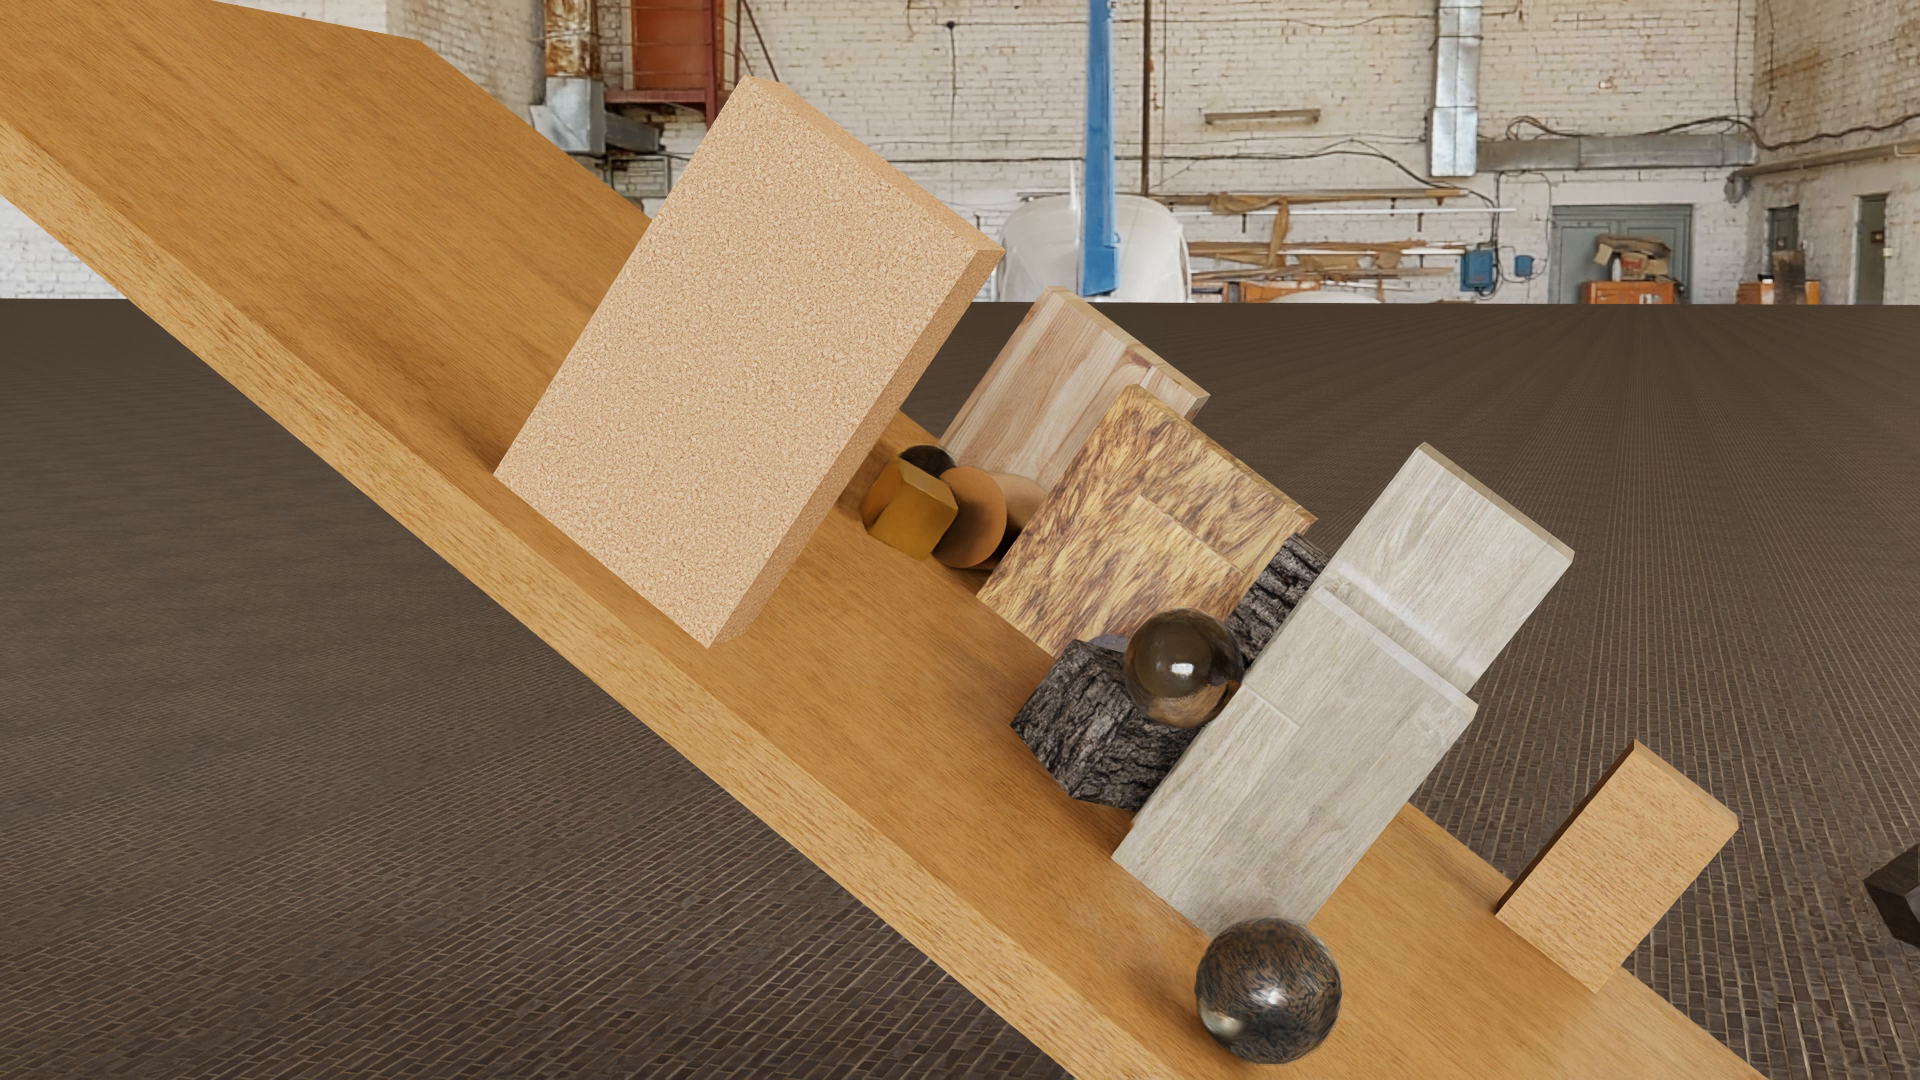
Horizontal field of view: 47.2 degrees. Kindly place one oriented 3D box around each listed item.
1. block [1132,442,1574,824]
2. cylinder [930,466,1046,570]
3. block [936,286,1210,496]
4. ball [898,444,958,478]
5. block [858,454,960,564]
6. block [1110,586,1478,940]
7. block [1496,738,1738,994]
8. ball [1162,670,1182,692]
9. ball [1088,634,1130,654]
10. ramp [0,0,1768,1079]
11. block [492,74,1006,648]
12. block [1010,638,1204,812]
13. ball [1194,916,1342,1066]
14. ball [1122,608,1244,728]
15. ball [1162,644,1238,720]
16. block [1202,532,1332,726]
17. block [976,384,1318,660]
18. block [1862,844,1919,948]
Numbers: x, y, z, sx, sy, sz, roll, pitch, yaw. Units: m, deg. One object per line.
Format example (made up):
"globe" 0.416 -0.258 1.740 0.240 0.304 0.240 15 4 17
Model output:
"block" 0.642 0.246 3.630 0.299 0.788 0.137 38 16 10
"cylinder" 0.053 -0.039 4.355 0.198 0.198 0.198 4 -1 30
"block" 0.195 -0.195 4.498 0.378 0.523 0.147 38 16 10
"ball" -0.072 -0.121 4.436 0.144 0.144 0.144 0 7 0
"block" -0.099 -0.059 4.225 0.128 0.128 0.128 29 17 -22
"block" 0.522 0.381 3.456 0.304 0.535 0.109 38 16 10
"block" 1.334 0.663 4.478 0.250 0.448 0.113 38 16 10
"ball" 0.370 0.308 4.085 0.138 0.138 0.138 0 7 0
"ball" 0.276 0.262 3.955 0.184 0.184 0.184 0 7 0
"ramp" -0.081 0.149 4.077 4.000 0.100 2.000 38 16 10
"block" -0.319 -0.259 3.255 0.428 0.716 0.145 38 16 10
"block" 0.248 0.315 3.726 0.190 0.190 0.190 18 23 -46
"ball" 0.439 0.641 3.131 0.207 0.207 0.207 0 7 0
"ball" 0.361 0.207 3.559 0.195 0.195 0.195 0 7 0
"ball" 0.415 0.246 3.809 0.133 0.133 0.133 0 7 0
"block" 0.568 0.286 3.893 0.322 0.502 0.107 38 16 10
"block" 0.351 0.035 4.180 0.429 0.504 0.094 38 16 10
"block" 2.650 0.982 6.033 0.191 0.191 0.191 -32 8 -7
